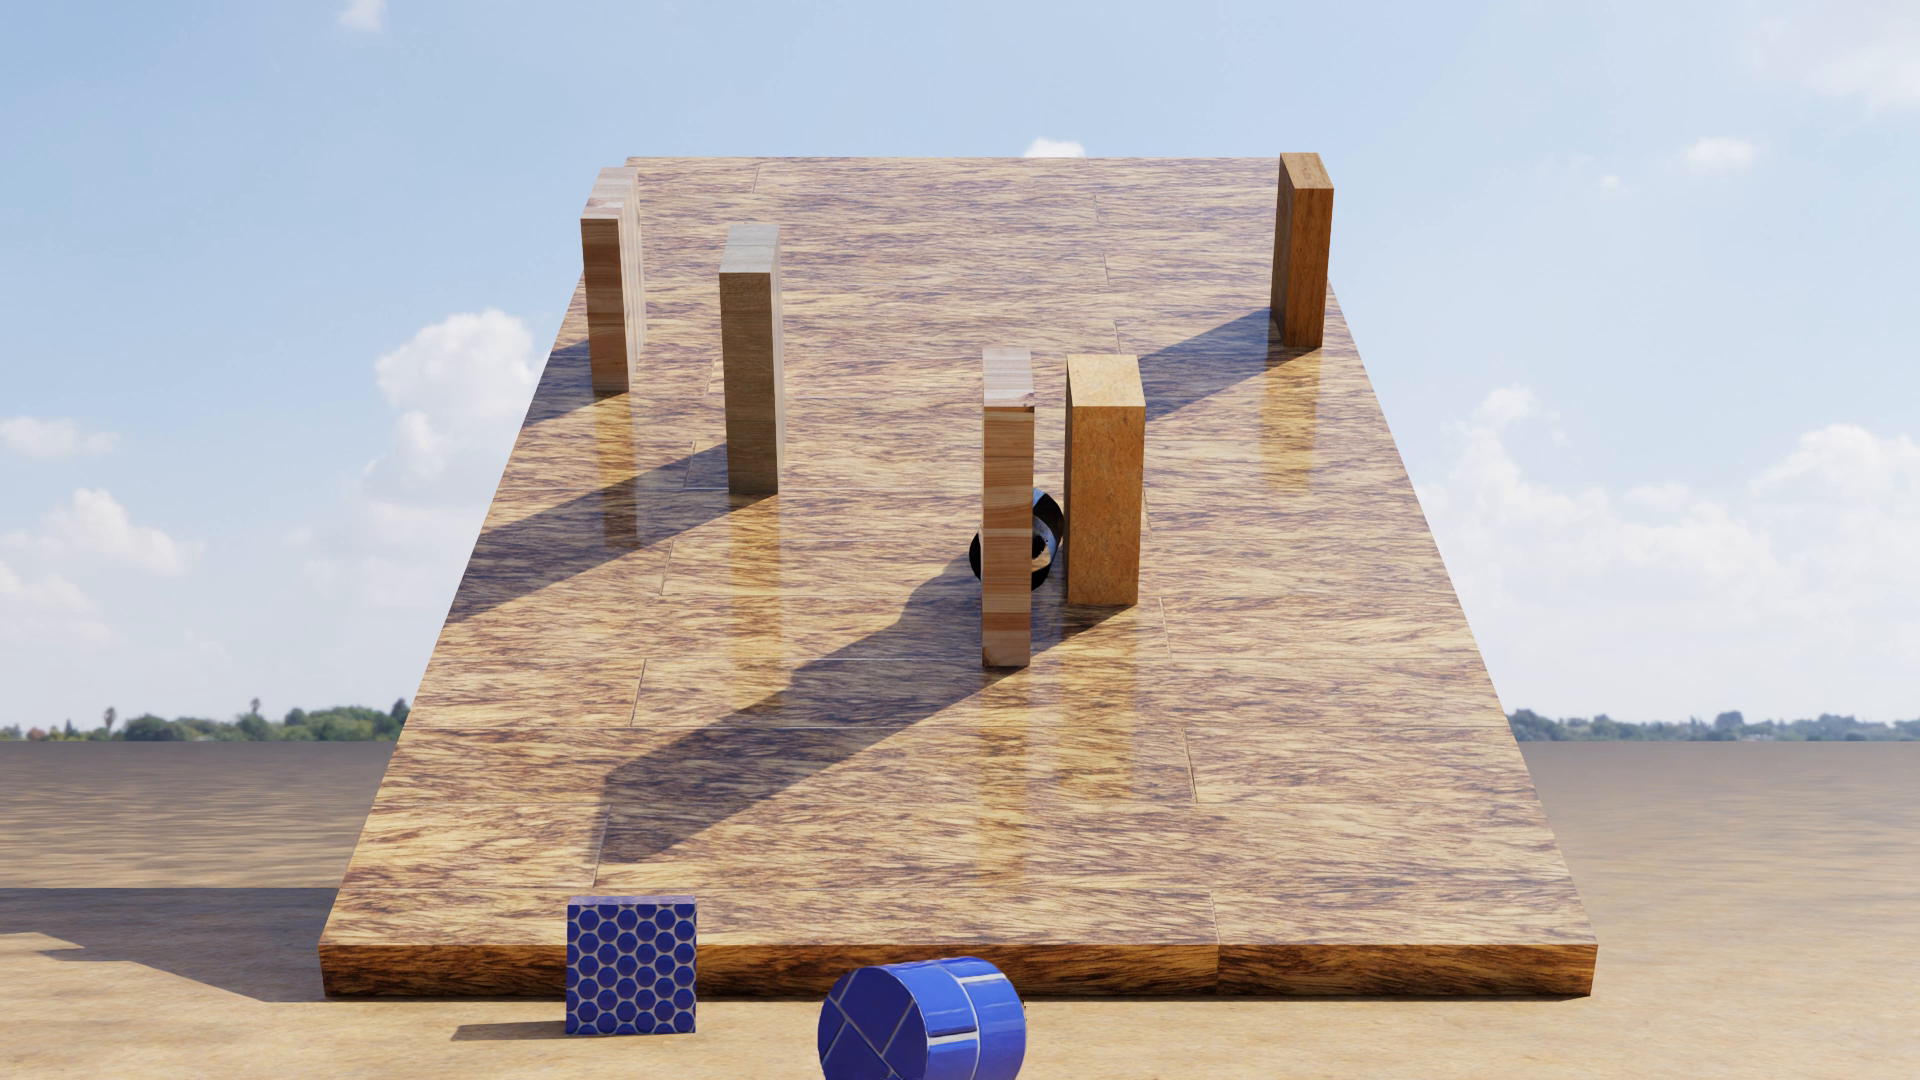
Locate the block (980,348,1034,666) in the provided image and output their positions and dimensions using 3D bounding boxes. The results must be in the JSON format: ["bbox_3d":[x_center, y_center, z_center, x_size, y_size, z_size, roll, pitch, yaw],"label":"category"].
[{"bbox_3d":[0.087,-0.063,4.481,0.090,0.534,0.274,0,27,0],"label":"block"}]

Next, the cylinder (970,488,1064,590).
[{"bbox_3d":[0.115,0.000,4.765,0.165,0.165,0.165,-1,26,14],"label":"cylinder"}]

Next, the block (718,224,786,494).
[{"bbox_3d":[-0.448,-0.395,5.161,0.107,0.510,0.299,0,27,0],"label":"block"}]

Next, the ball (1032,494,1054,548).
[{"bbox_3d":[0.136,-0.041,4.901,0.117,0.117,0.117,0,-5,0],"label":"ball"}]

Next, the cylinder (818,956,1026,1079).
[{"bbox_3d":[-0.041,0.546,2.608,0.163,0.163,0.163,-4,-6,41],"label":"cylinder"}]

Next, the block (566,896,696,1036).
[{"bbox_3d":[-0.466,0.601,3.367,0.178,0.178,0.178,1,-5,-7],"label":"block"}]

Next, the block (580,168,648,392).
[{"bbox_3d":[-0.831,-0.633,5.714,0.087,0.432,0.380,0,27,0],"label":"block"}]

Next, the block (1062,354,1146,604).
[{"bbox_3d":[0.283,-0.122,4.716,0.138,0.428,0.257,0,27,0],"label":"block"}]

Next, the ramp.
[{"bbox_3d":[-0.010,-0.227,5.506,2.000,0.100,4.000,0,27,0],"label":"ramp"}]

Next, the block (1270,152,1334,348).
[{"bbox_3d":[0.854,-0.728,5.934,0.095,0.412,0.283,0,27,0],"label":"block"}]
